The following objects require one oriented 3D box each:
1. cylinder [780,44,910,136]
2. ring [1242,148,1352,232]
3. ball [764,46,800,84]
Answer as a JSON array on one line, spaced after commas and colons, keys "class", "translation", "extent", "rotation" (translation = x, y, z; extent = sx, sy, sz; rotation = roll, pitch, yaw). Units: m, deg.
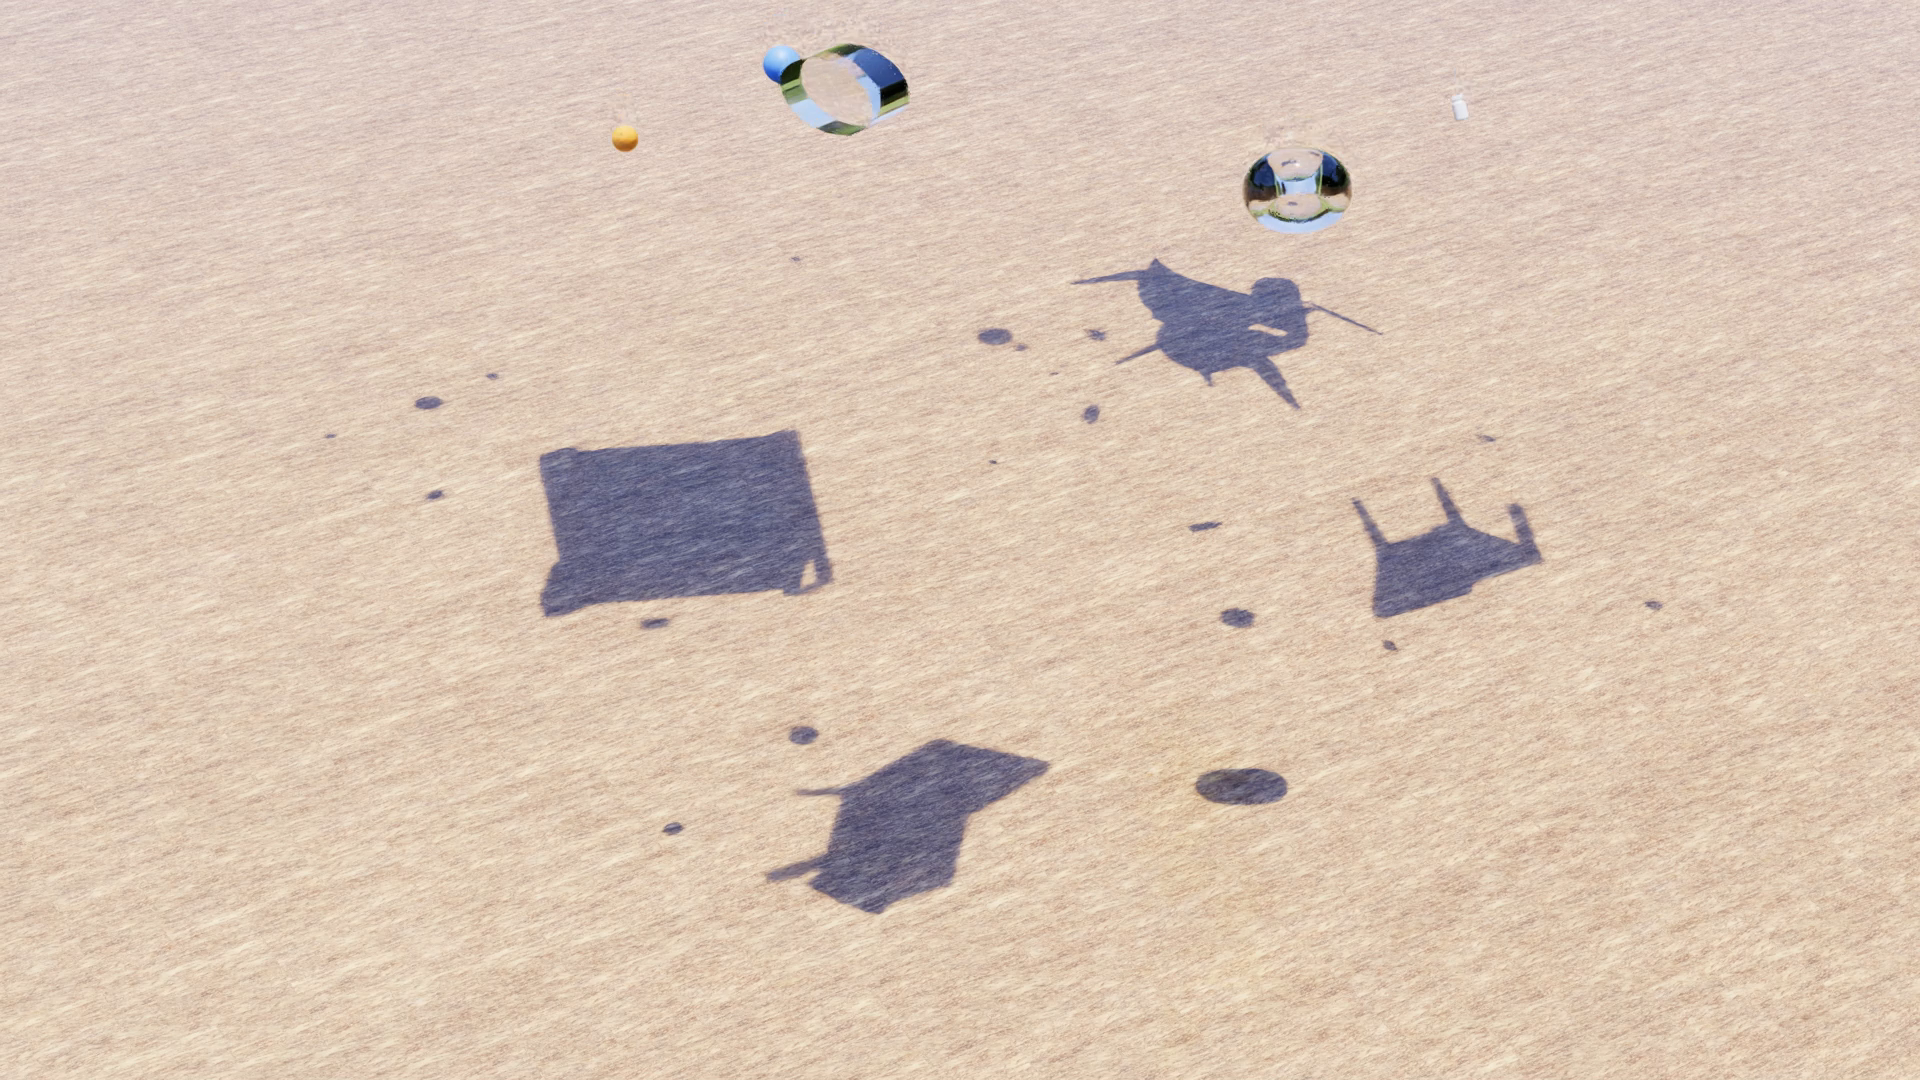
[{"class": "cylinder", "translation": [-0.296, -1.158, 7.529], "extent": [0.286, 0.185, 0.173], "rotation": [25, 33, 23]}, {"class": "ring", "translation": [0.954, -0.989, 8.294], "extent": [0.314, 0.280, 0.145], "rotation": [2, 58, -4]}, {"class": "ball", "translation": [-0.507, -1.356, 8.360], "extent": [0.109, 0.109, 0.109], "rotation": [0, 33, 0]}]
